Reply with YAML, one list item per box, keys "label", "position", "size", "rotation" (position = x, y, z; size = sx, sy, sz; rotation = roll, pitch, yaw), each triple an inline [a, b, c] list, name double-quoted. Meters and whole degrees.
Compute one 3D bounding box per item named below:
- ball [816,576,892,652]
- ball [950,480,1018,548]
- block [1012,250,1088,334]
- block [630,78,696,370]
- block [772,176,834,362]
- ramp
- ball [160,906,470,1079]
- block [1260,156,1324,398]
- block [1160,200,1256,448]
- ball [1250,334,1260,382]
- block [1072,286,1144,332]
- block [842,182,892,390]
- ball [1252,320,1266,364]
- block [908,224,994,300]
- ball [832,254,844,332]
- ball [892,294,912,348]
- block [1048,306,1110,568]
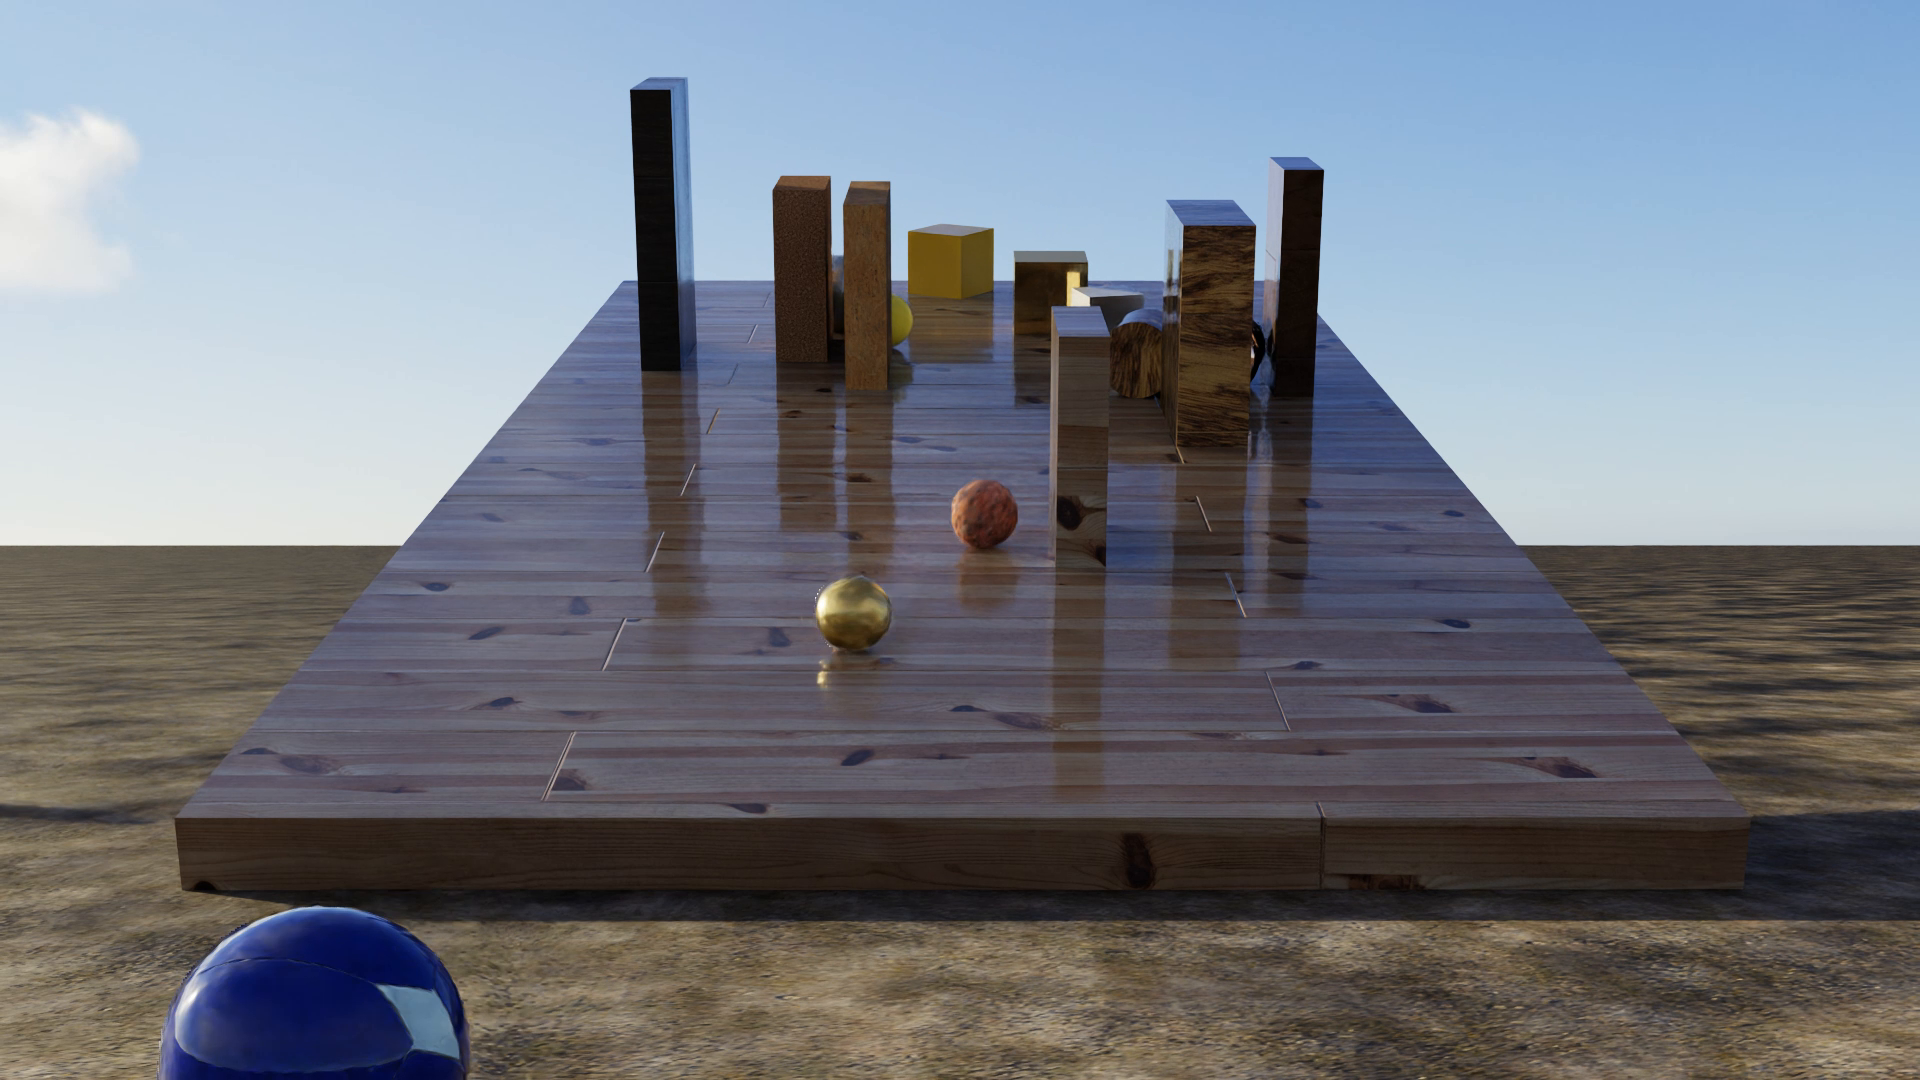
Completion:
- label: "ball"
  position: [-0.164, 0.113, 3.411]
  size: [0.117, 0.117, 0.117]
  rotation: [0, 0, 0]
- label: "ball"
  position: [0.043, -0.047, 3.948]
  size: [0.121, 0.121, 0.121]
  rotation: [0, 0, 0]
- label: "block"
  position: [0.240, -0.661, 5.905]
  size: [0.192, 0.192, 0.192]
  rotation: [0, 16, 0]
- label: "block"
  position: [-0.730, -0.786, 5.471]
  size: [0.096, 0.675, 0.353]
  rotation: [0, 16, 0]
- label: "block"
  position: [-0.394, -0.688, 5.582]
  size: [0.127, 0.425, 0.287]
  rotation: [0, 16, 0]
- label: "ramp"
  position: [-0.002, -0.166, 4.740]
  size: [2.000, 0.100, 4.000]
  rotation: [0, 16, 0]
- label: "ball"
  position: [-0.433, 0.348, 1.492]
  size: [0.201, 0.201, 0.201]
  rotation: [0, 0, 0]
- label: "block"
  position: [0.774, -0.617, 5.171]
  size: [0.090, 0.523, 0.245]
  rotation: [0, 16, 0]
- label: "block"
  position: [0.531, -0.475, 4.788]
  size: [0.150, 0.468, 0.390]
  rotation: [0, 16, 0]
- label: "ball"
  position: [0.597, -0.422, 5.105]
  size: [0.187, 0.187, 0.187]
  rotation: [0, 0, 0]
- label: "block"
  position: [0.376, -0.564, 5.660]
  size: [0.146, 0.146, 0.146]
  rotation: [-4, 17, -15]
- label: "block"
  position: [-0.220, -0.621, 5.340]
  size: [0.098, 0.434, 0.425]
  rotation: [0, 16, 0]
- label: "ball"
  position: [0.643, -0.461, 5.272]
  size: [0.168, 0.168, 0.168]
  rotation: [0, 0, 0]
- label: "block"
  position: [-0.026, -0.811, 6.433]
  size: [0.181, 0.181, 0.181]
  rotation: [10, 19, 30]
- label: "ball"
  position: [-0.312, -0.650, 5.848]
  size: [0.204, 0.204, 0.204]
  rotation: [0, 0, 0]
- label: "ball"
  position: [-0.191, -0.561, 5.653]
  size: [0.141, 0.141, 0.141]
  rotation: [0, 0, 0]
- label: "block"
  position: [0.209, -0.188, 3.920]
  size: [0.087, 0.406, 0.282]
  rotation: [0, 16, 0]
